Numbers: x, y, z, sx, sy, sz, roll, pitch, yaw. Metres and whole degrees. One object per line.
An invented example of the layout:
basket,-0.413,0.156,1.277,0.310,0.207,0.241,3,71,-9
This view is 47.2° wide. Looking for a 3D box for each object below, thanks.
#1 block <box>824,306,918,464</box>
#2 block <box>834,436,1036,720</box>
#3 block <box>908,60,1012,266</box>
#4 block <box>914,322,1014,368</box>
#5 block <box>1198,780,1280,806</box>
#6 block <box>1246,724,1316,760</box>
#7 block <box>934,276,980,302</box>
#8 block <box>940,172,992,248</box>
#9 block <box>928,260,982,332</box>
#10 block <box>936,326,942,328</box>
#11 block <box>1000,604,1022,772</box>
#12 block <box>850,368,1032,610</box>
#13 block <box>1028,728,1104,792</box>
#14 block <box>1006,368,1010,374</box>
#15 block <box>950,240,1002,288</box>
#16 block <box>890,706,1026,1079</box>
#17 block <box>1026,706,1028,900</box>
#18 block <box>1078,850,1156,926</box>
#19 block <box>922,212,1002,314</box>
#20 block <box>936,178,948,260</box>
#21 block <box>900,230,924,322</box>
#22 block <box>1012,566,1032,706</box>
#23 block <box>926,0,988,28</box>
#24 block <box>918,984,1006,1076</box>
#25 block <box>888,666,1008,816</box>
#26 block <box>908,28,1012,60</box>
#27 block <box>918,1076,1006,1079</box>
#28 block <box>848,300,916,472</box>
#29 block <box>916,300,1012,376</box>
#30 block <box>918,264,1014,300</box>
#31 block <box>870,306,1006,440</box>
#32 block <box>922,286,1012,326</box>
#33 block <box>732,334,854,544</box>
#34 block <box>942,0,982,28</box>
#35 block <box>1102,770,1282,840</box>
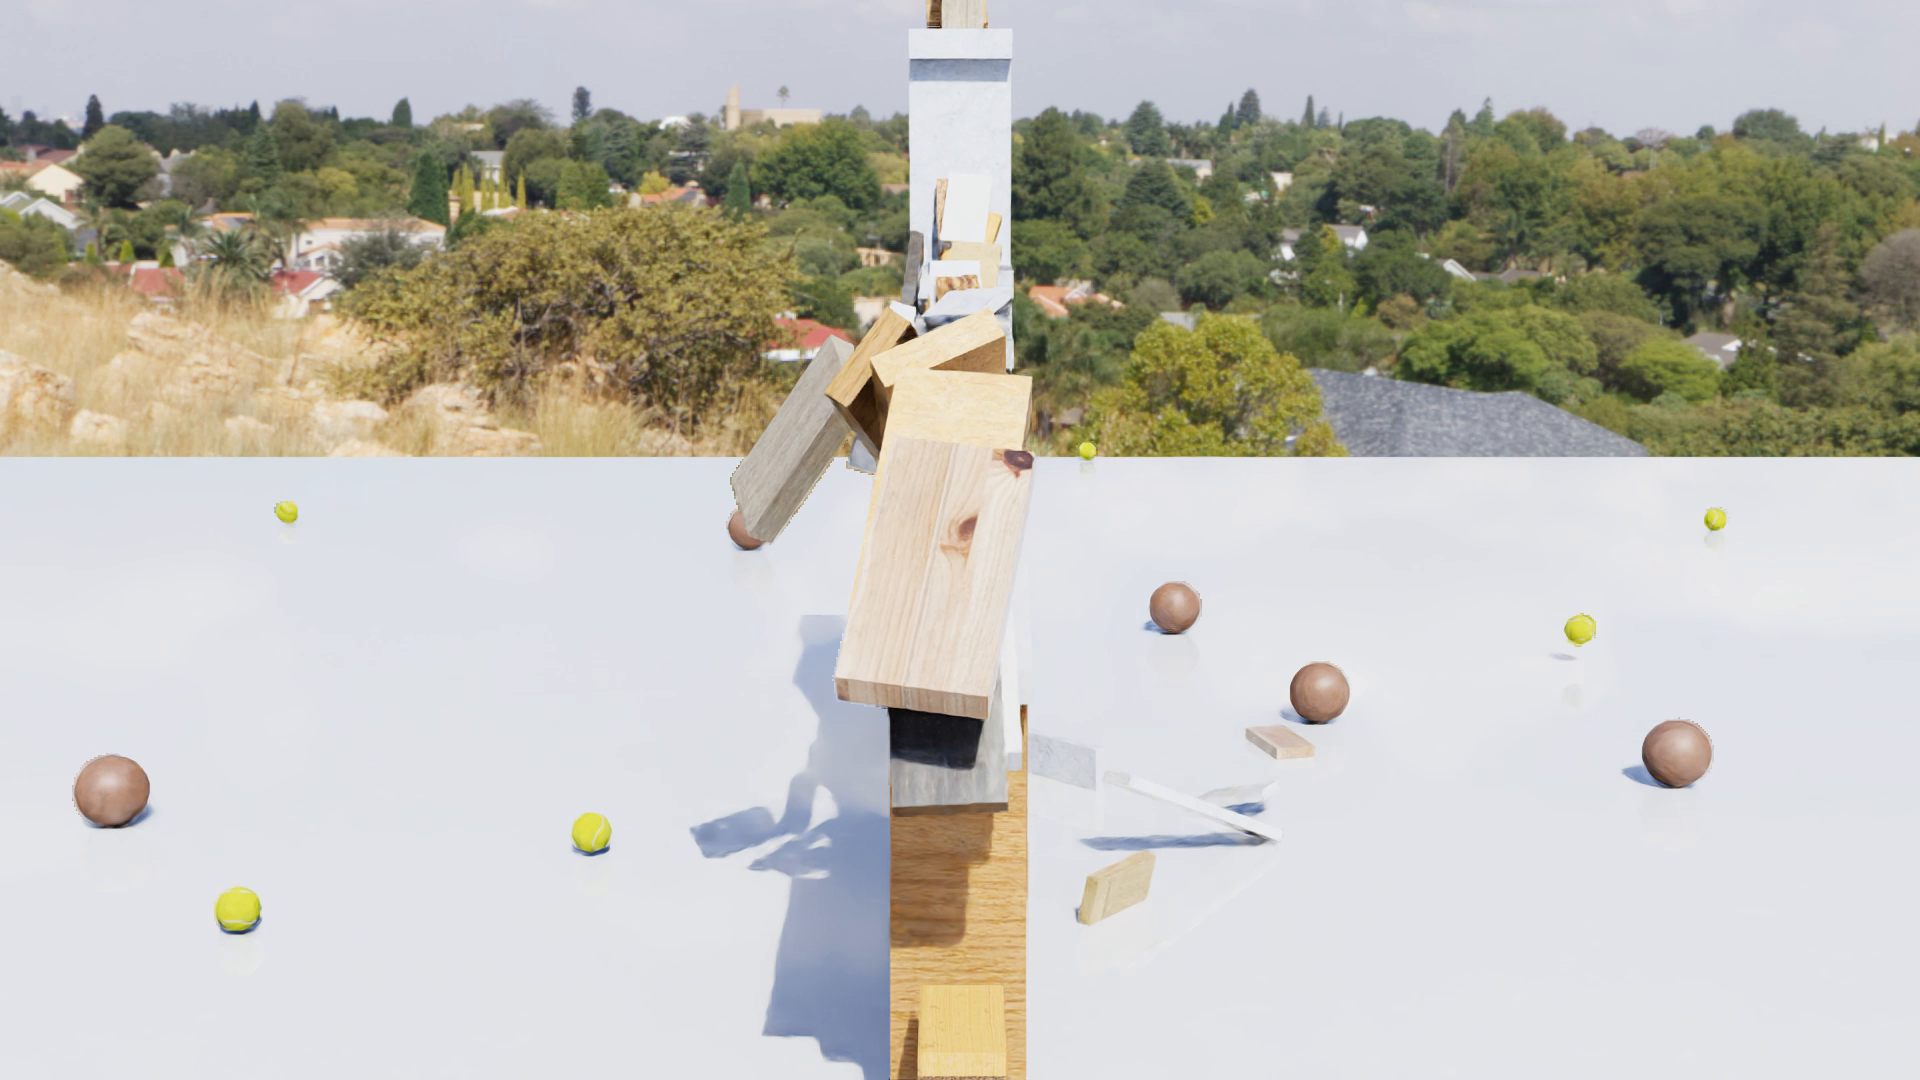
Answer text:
block,-0.088,-0.191,3.018,0.039,0.138,0.378,35,-6,16
block,-0.024,0.037,2.502,0.169,0.048,0.338,7,55,7
block,0.000,-0.631,3.681,0.169,0.338,0.048,0,10,0
block,0.003,-0.308,3.470,0.152,0.043,0.303,0,11,0
block,0.516,0.477,4.109,0.145,0.021,0.072,-13,2,34
block,0.659,0.417,4.537,0.083,0.024,0.166,-3,11,-15
block,-0.002,-0.360,3.389,0.067,0.019,0.134,-1,43,-3
block,0.011,-0.537,3.595,0.072,0.144,0.020,5,-31,3
block,-0.007,-0.380,3.442,0.081,0.023,0.162,0,44,-2
block,0.005,-0.254,3.286,0.067,0.143,0.019,-6,-22,-6
block,0.002,0.161,2.644,0.131,0.037,0.263,-2,49,-1
block,-0.017,-0.050,2.643,0.169,0.048,0.378,4,50,6
block,0.168,0.423,4.337,0.289,0.083,0.024,10,16,44
block,0.002,-0.108,3.387,0.152,0.318,0.043,0,-2,-1
block,0.018,-0.407,3.509,0.081,0.023,0.162,6,56,4
block,-0.002,0.467,2.772,0.170,0.569,0.048,0,2,0
block,0.006,0.313,2.962,0.170,0.340,0.048,0,8,0
block,0.256,0.565,3.574,0.023,0.081,0.162,23,22,34
block,0.005,-0.442,3.559,0.072,0.020,0.234,12,56,8
block,-0.002,-0.526,3.647,0.072,0.144,0.020,0,-5,0
block,-0.075,-0.401,3.420,0.021,0.145,0.072,5,-32,2
block,0.005,0.118,2.841,0.170,0.048,0.340,0,21,1
block,-0.009,-0.968,3.862,0.104,0.029,0.208,-1,54,-3
block,0.002,0.574,2.583,0.100,0.028,0.200,0,11,0
block,-0.016,0.185,2.549,0.131,0.263,0.037,-3,-23,0
block,0.001,-0.841,3.757,0.169,0.048,0.337,0,10,0
block,0.002,0.698,2.538,0.100,0.200,0.028,0,11,0
block,-0.113,-0.230,3.253,0.039,0.138,0.276,16,31,-6
block,0.002,-0.210,3.665,0.168,0.389,0.048,0,9,0
block,0.002,-0.446,3.738,0.168,0.048,0.336,0,11,0
block,-0.022,-0.172,2.948,0.169,0.048,0.338,-24,-24,-9
block,0.009,-0.349,3.293,0.134,0.019,0.067,4,42,50
block,-0.228,-0.143,3.140,0.039,0.276,0.138,22,28,-30
block,0.004,-0.915,3.651,0.068,0.136,0.019,0,-1,0
block,0.409,0.465,3.844,0.366,0.021,0.072,23,-12,-32
